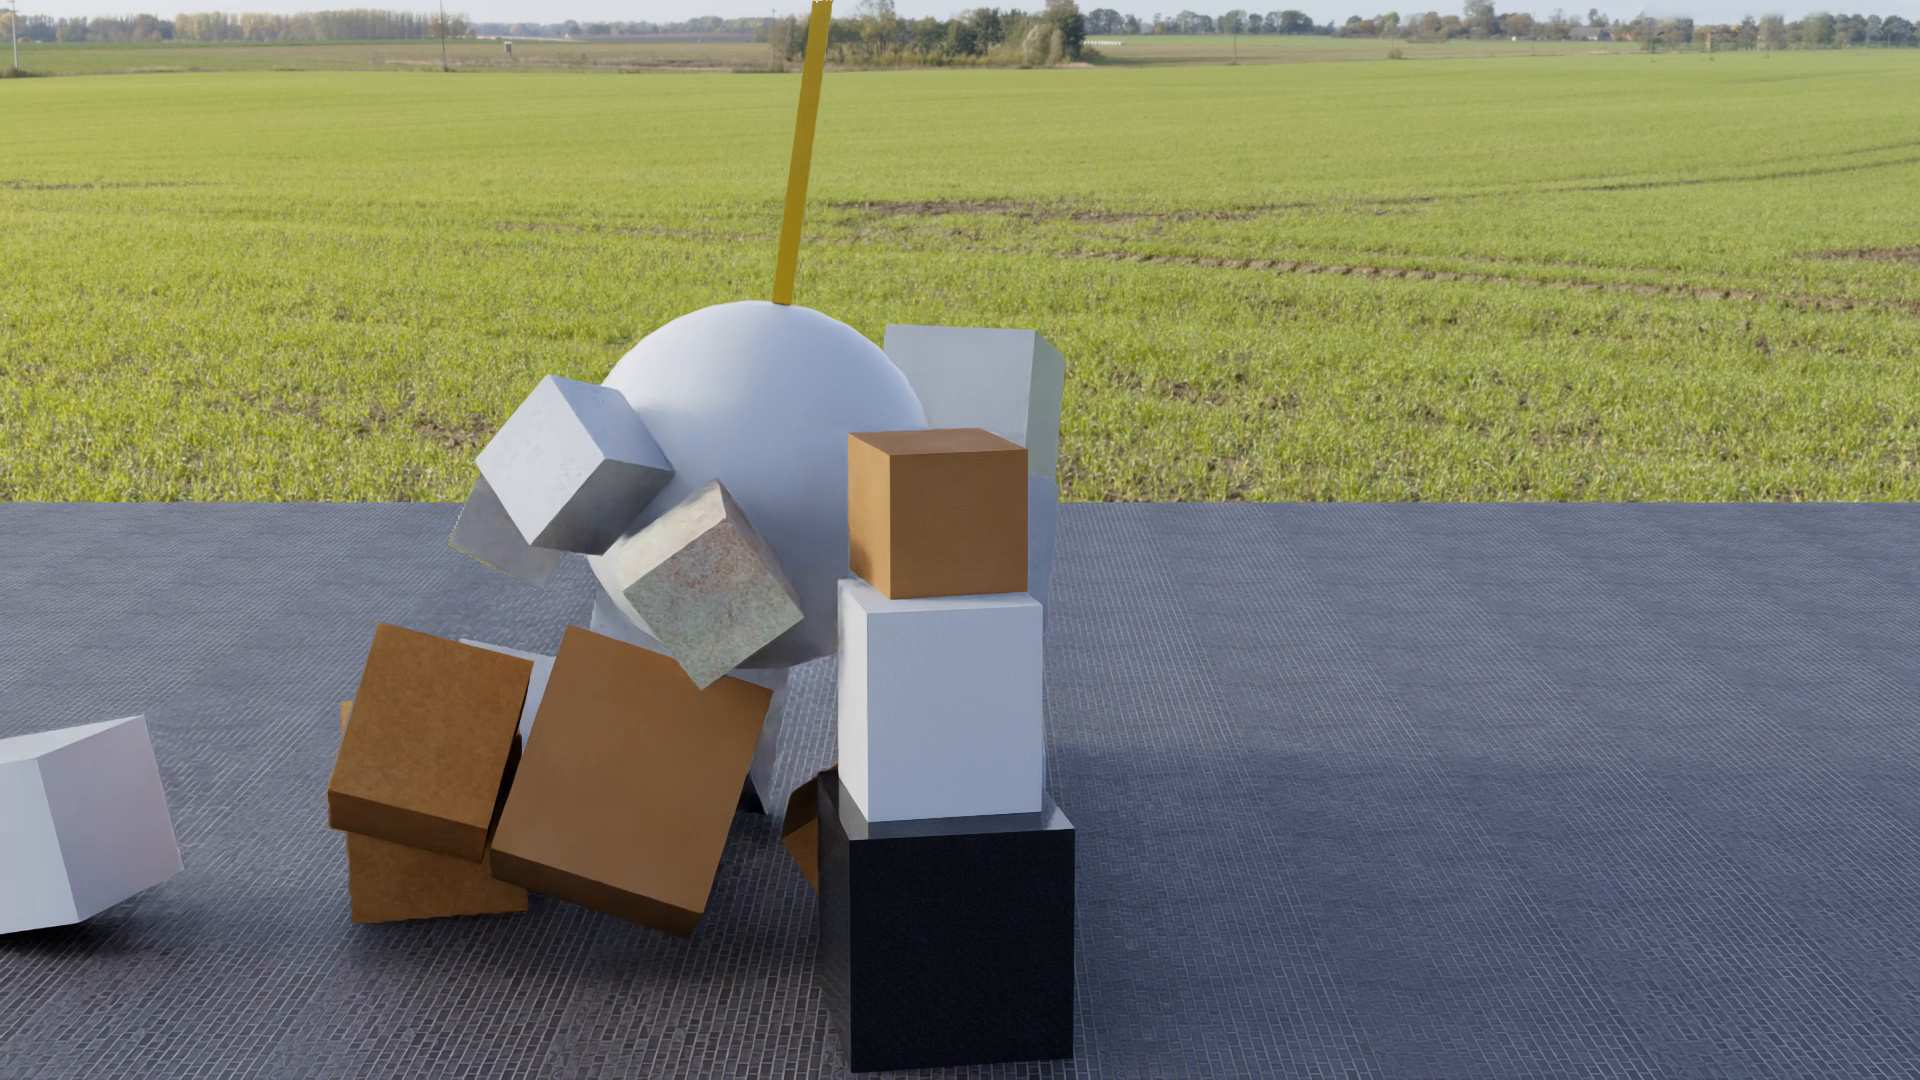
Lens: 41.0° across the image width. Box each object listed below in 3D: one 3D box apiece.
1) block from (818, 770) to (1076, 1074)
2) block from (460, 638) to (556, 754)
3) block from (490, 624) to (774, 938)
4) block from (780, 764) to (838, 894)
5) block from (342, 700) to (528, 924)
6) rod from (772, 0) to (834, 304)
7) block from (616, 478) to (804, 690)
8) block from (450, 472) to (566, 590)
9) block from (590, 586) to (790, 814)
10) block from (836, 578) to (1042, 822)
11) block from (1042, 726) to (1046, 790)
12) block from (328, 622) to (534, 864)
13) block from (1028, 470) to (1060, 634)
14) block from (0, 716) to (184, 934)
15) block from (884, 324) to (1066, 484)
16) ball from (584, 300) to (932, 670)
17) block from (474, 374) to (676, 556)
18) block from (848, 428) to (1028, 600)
[{"bbox_3d":[-0.069,1.381,9.564,0.809,0.861,0.915,-2,10,-10],"label":"block"},{"bbox_3d":[-2.127,0.894,12.053,0.527,0.663,0.565,12,-15,2],"label":"block"},{"bbox_3d":[-1.321,0.983,10.260,0.841,0.917,0.815,18,-18,-5],"label":"block"},{"bbox_3d":[-0.235,1.190,10.446,0.718,0.632,0.673,-32,9,5],"label":"block"},{"bbox_3d":[-2.288,1.143,11.125,0.723,0.767,0.789,-3,11,-14],"label":"block"},{"bbox_3d":[-0.382,-3.547,10.535,0.080,5.200,0.080,8,10,-2],"label":"rod"},{"bbox_3d":[-0.970,0.163,9.913,0.485,0.502,0.532,-35,20,3],"label":"block"},{"bbox_3d":[-1.982,-0.174,11.834,0.486,0.499,0.443,27,38,-6],"label":"block"},{"bbox_3d":[-1.311,0.768,12.147,0.825,0.769,0.792,6,-23,6],"label":"block"},{"bbox_3d":[-0.083,0.568,9.493,0.641,0.764,0.629,-2,11,-12],"label":"block"},{"bbox_3d":[-0.020,1.181,11.144,0.764,0.689,0.686,0,10,0],"label":"block"},{"bbox_3d":[-2.137,0.828,10.361,0.628,0.708,0.606,15,-23,-7],"label":"block"},{"bbox_3d":[-0.030,0.035,12.986,0.829,0.771,0.792,3,-6,17],"label":"block"},{"bbox_3d":[-3.834,1.196,10.651,0.764,0.685,0.719,-10,7,19],"label":"block"},{"bbox_3d":[0.060,-0.679,13.138,0.774,0.691,0.723,4,-6,15],"label":"block"},{"bbox_3d":[-0.881,-0.238,11.137,1.600,1.600,1.600,0,10,0],"label":"ball"},{"bbox_3d":[-1.548,-0.297,10.329,0.474,0.497,0.442,53,22,25],"label":"block"},{"bbox_3d":[-0.089,-0.109,9.600,0.523,0.528,0.604,-3,11,-16],"label":"block"}]
